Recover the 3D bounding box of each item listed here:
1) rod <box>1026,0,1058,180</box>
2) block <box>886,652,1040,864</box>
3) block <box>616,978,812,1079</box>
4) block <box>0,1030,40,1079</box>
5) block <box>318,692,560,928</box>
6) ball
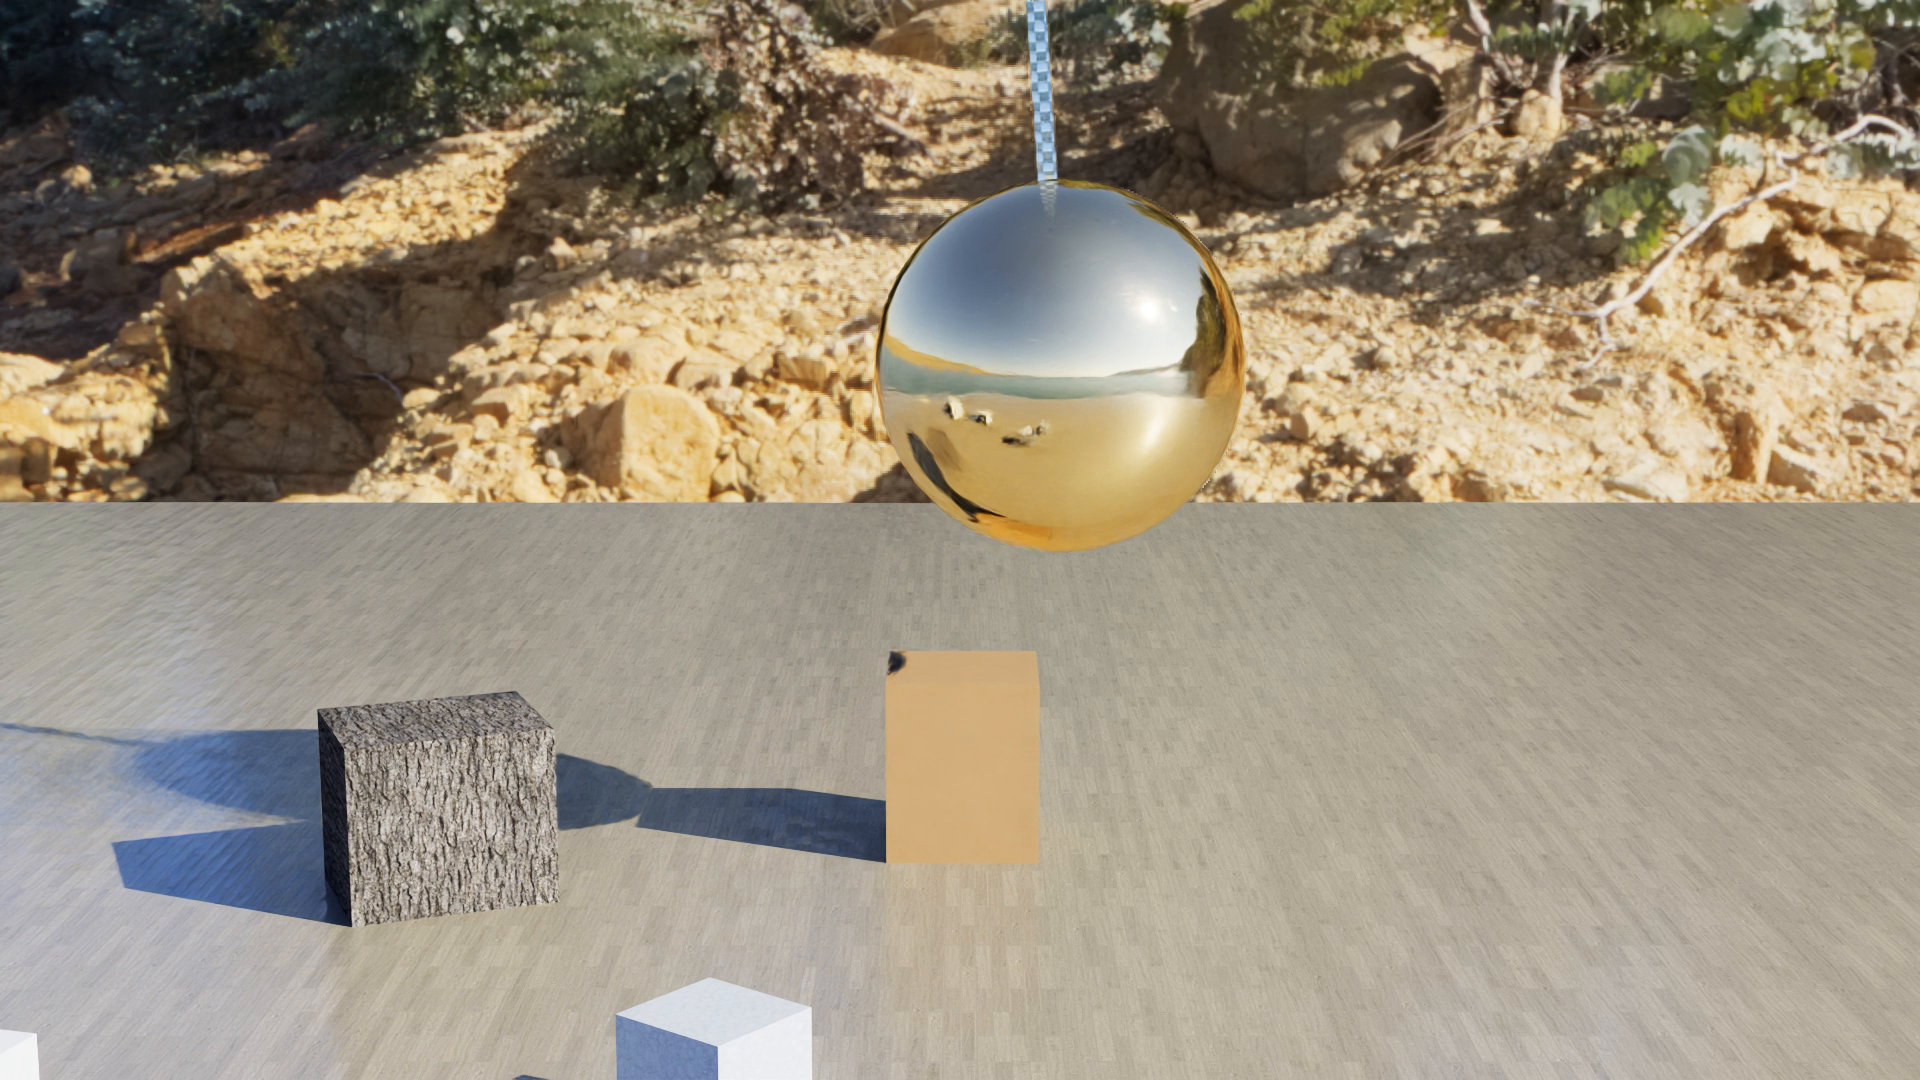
[{"bbox_3d":[0.186,-4.083,10.438,0.080,5.200,0.080,-4,10,1],"label":"rod"},{"bbox_3d":[0.013,0.990,11.814,0.685,0.826,0.675,0,10,0],"label":"block"},{"bbox_3d":[-0.806,1.778,8.441,0.460,0.482,0.442,8,13,38],"label":"block"},{"bbox_3d":[-3.308,1.852,8.018,0.584,0.488,0.603,3,11,15],"label":"block"},{"bbox_3d":[-2.265,1.147,11.117,0.878,0.766,0.731,-4,11,-22],"label":"block"},{"bbox_3d":[0.429,-0.746,11.045,1.600,1.600,1.600,0,10,0],"label":"ball"}]
